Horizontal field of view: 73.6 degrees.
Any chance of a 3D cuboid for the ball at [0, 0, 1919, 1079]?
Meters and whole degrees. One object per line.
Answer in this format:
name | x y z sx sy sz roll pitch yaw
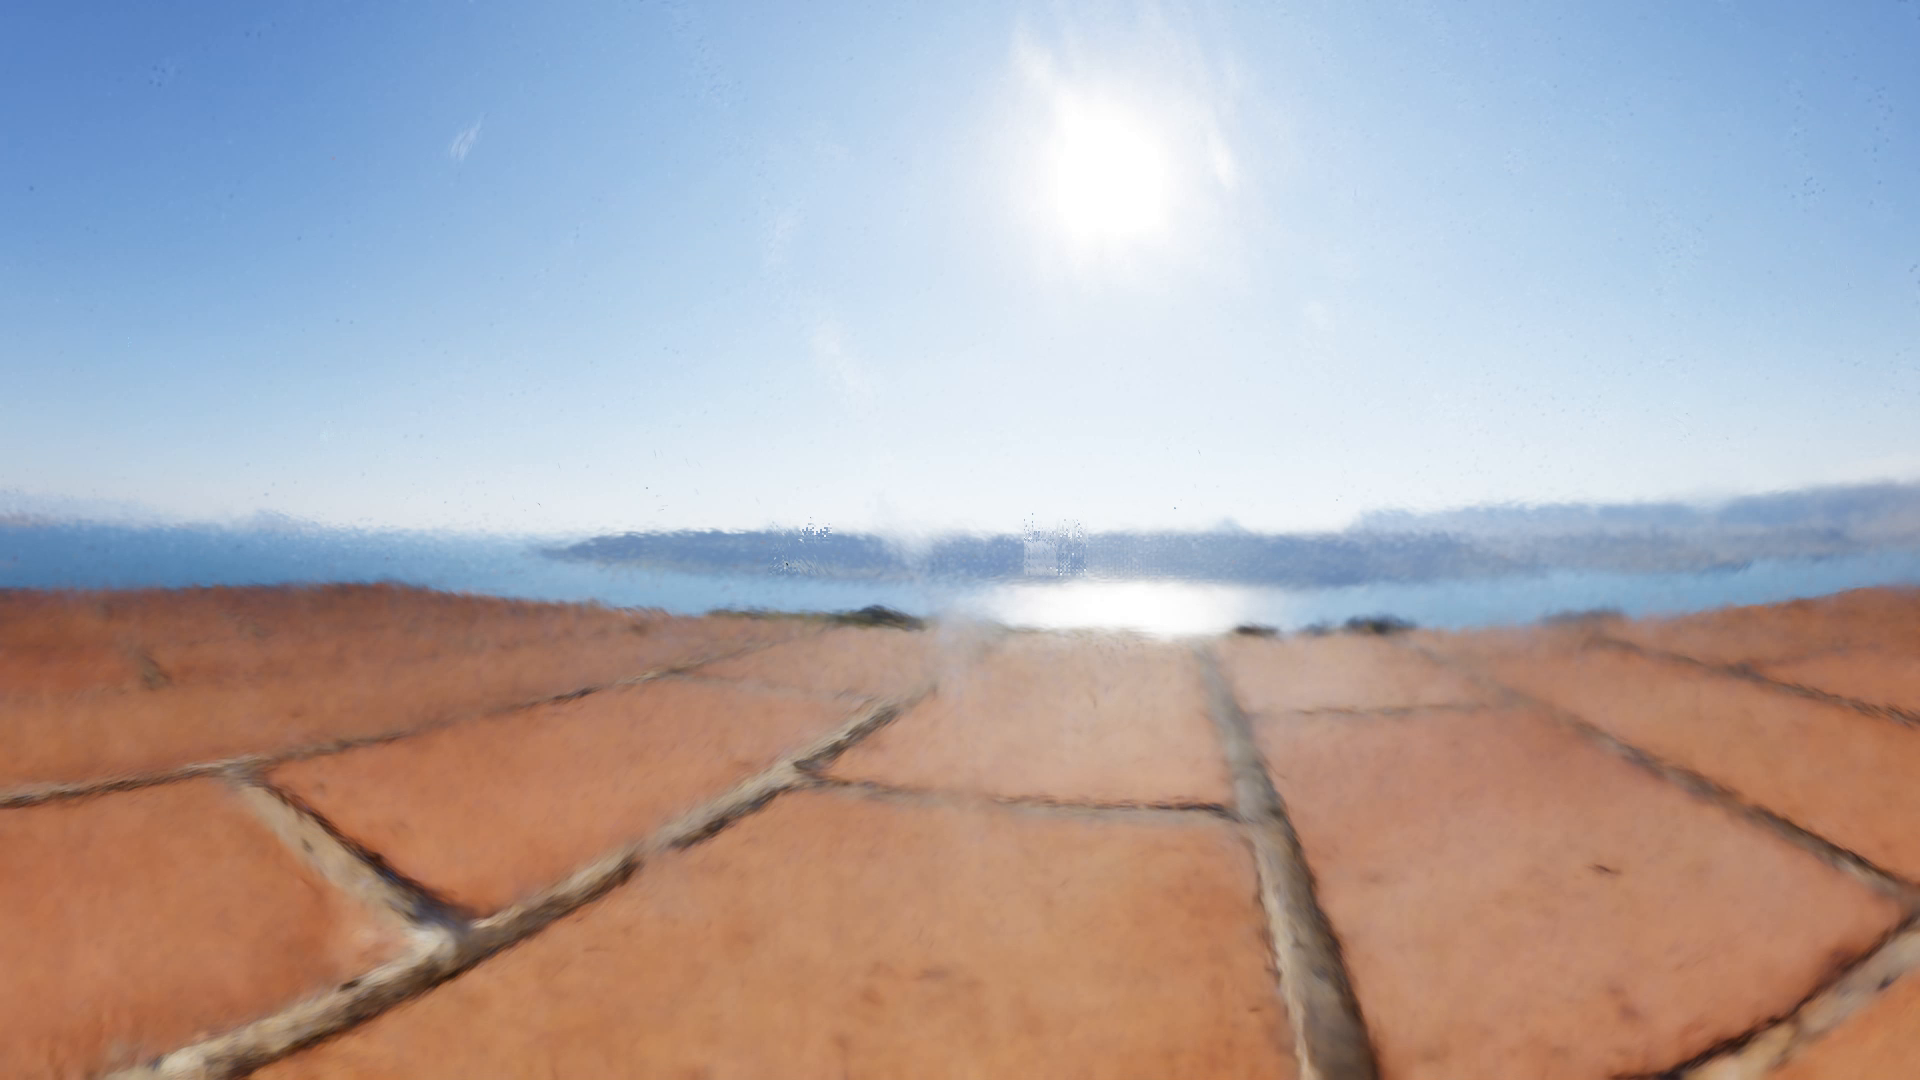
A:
ball | 0.000 -0.002 0.056 0.080 0.080 0.080 0 4 0
